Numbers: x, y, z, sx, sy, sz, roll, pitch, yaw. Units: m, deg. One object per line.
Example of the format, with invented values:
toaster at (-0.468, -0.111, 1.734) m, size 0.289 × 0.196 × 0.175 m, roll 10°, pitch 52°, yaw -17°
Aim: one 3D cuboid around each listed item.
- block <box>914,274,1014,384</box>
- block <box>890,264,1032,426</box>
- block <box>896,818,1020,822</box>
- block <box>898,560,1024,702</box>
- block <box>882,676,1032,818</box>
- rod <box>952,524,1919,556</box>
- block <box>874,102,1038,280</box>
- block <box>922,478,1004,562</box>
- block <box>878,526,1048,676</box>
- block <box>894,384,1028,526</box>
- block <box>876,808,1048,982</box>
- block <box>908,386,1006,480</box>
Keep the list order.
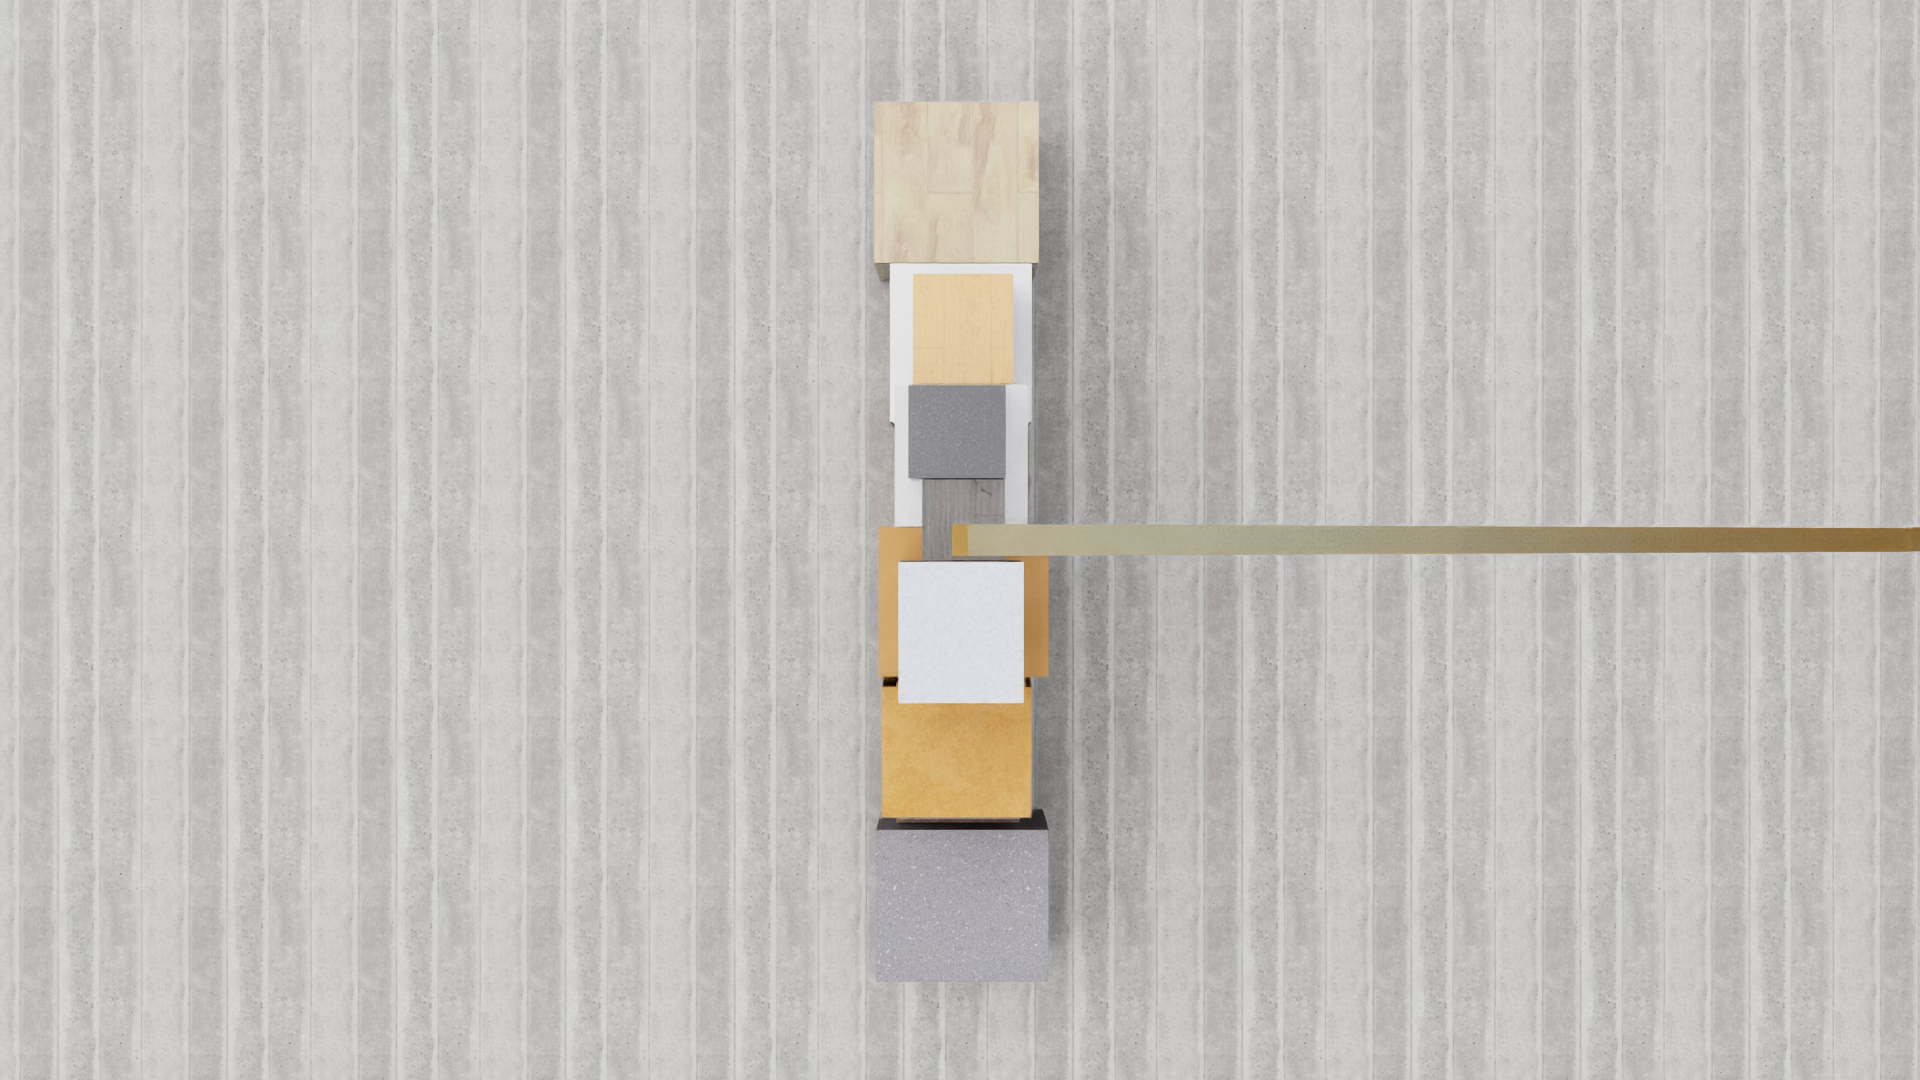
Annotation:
block at (0.017, -1.111, 11.849) m, size 0.528 × 0.542 × 0.581 m, roll 0°, pitch 90°, yaw 0°
block at (0.004, -1.088, 12.560) m, size 0.782 × 0.880 × 0.871 m, roll 0°, pitch 90°, yaw 0°
block at (-0.010, 1.202, 12.645) m, size 0.690 × 0.709 × 0.756 m, roll 0°, pitch 90°, yaw 0°
block at (0.005, 0.445, 10.959) m, size 0.604 × 0.717 × 0.679 m, roll 0°, pitch 90°, yaw 0°
block at (-0.017, 1.084, 11.891) m, size 0.782 × 0.753 × 0.690 m, roll 0°, pitch 94°, yaw 0°
rod at (2.234, 0.000, 6.891) m, size 5.200 × 0.080 × 0.080 m, roll 0°, pitch 90°, yaw -31°
block at (-0.020, -1.979, 12.580) m, size 0.909 × 0.840 × 0.890 m, roll 0°, pitch 90°, yaw 0°
block at (0.017, -0.100, 11.112) m, size 0.411 × 0.401 × 0.412 m, roll 0°, pitch 90°, yaw 0°
block at (0.019, 0.316, 11.785) m, size 0.875 × 0.934 × 0.772 m, roll 0°, pitch 90°, yaw 0°
block at (0.006, -0.440, 11.716) m, size 0.682 × 0.813 × 0.730 m, roll 0°, pitch 91°, yaw 0°
block at (0.014, 2.007, 12.530) m, size 0.949 × 0.940 × 0.834 m, roll 0°, pitch 90°, yaw 0°
block at (-0.015, -0.537, 11.073) m, size 0.480 × 0.472 × 0.459 m, roll 0°, pitch 91°, yaw 0°
